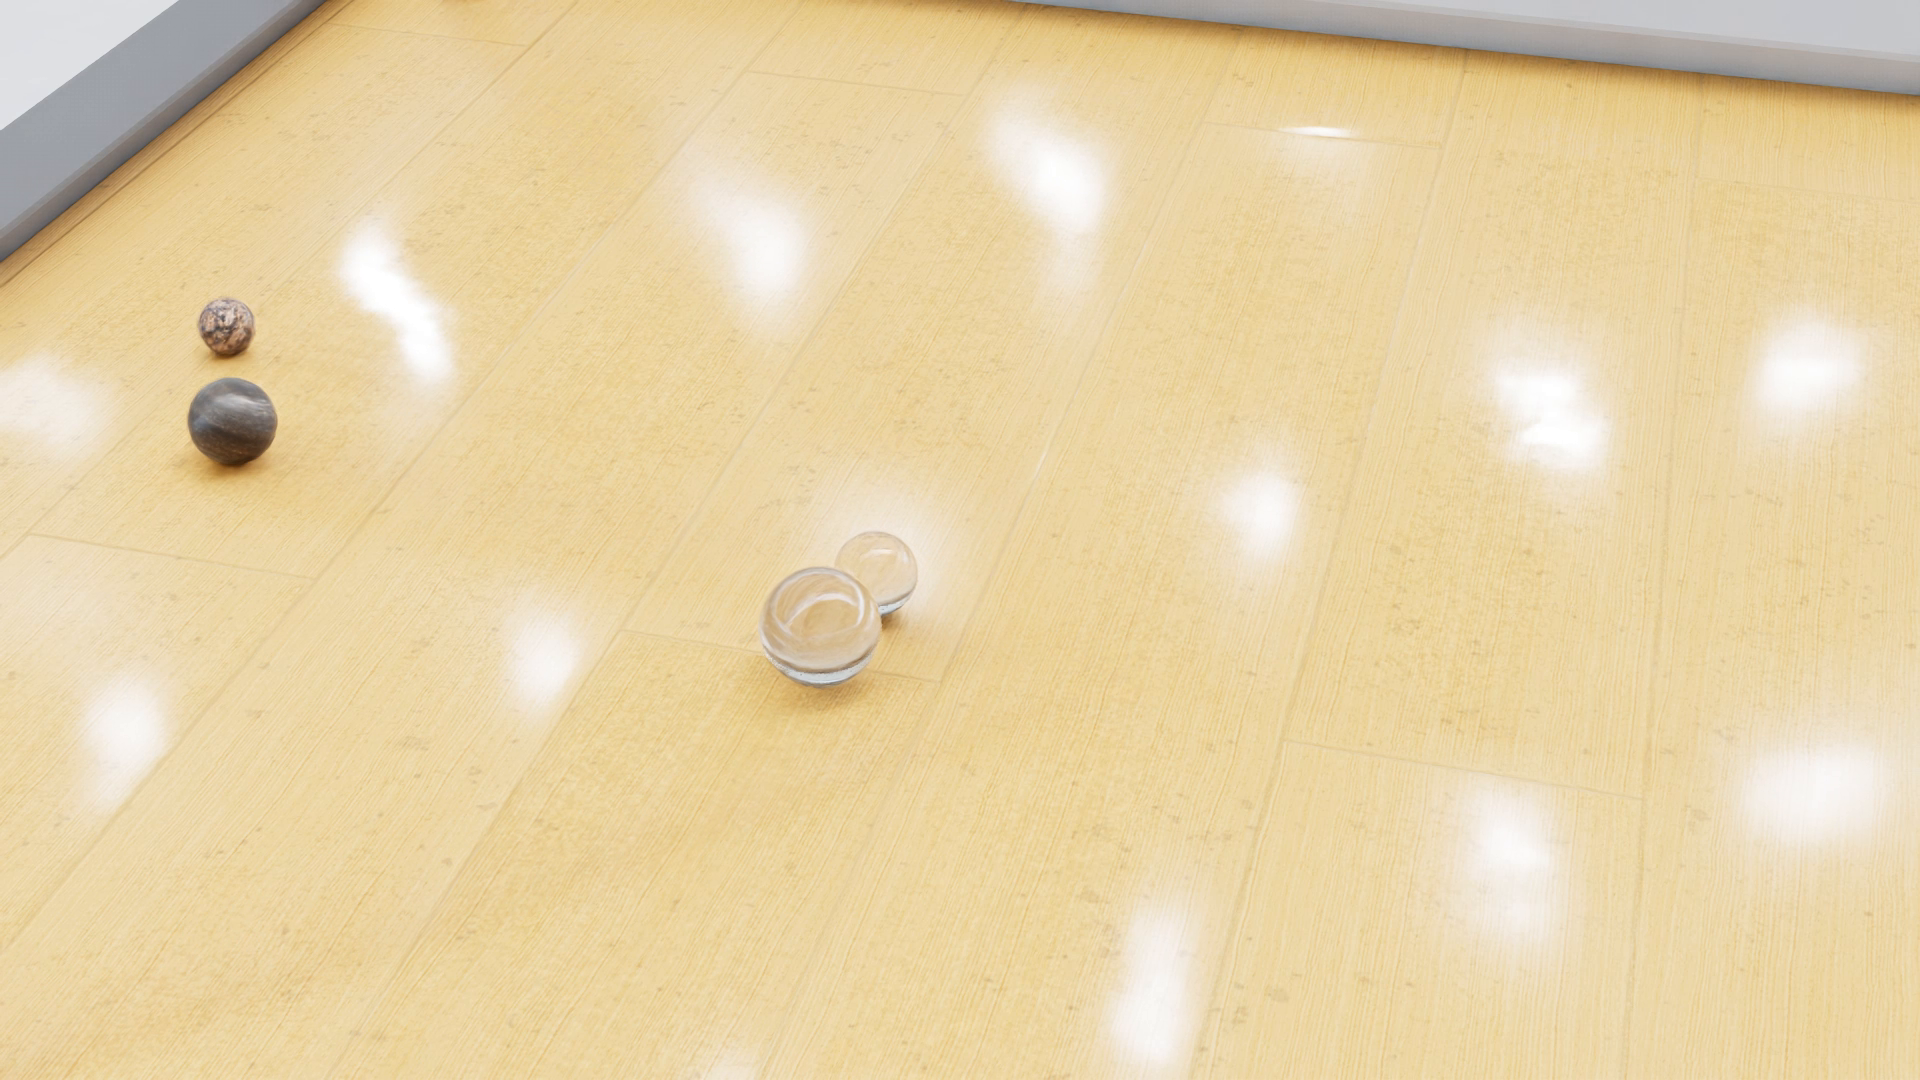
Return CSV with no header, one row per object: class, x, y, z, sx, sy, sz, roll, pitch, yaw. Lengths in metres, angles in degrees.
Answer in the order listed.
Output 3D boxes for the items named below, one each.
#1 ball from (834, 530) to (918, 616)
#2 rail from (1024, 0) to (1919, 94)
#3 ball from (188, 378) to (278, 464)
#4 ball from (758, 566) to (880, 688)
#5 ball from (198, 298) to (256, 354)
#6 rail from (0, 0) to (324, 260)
ball,-0.063,0.025,1.925,0.064,0.064,0.064,0,34,0
rail,1.264,-0.470,2.615,4.029,0.114,0.045,9,35,13
ball,-0.595,-0.097,2.101,0.071,0.071,0.071,0,34,0
ball,-0.101,0.062,1.848,0.088,0.088,0.088,0,34,0
ball,-0.644,-0.188,2.255,0.050,0.050,0.050,0,34,0
rail,-0.949,-0.164,2.160,0.045,0.114,2.269,9,35,13
